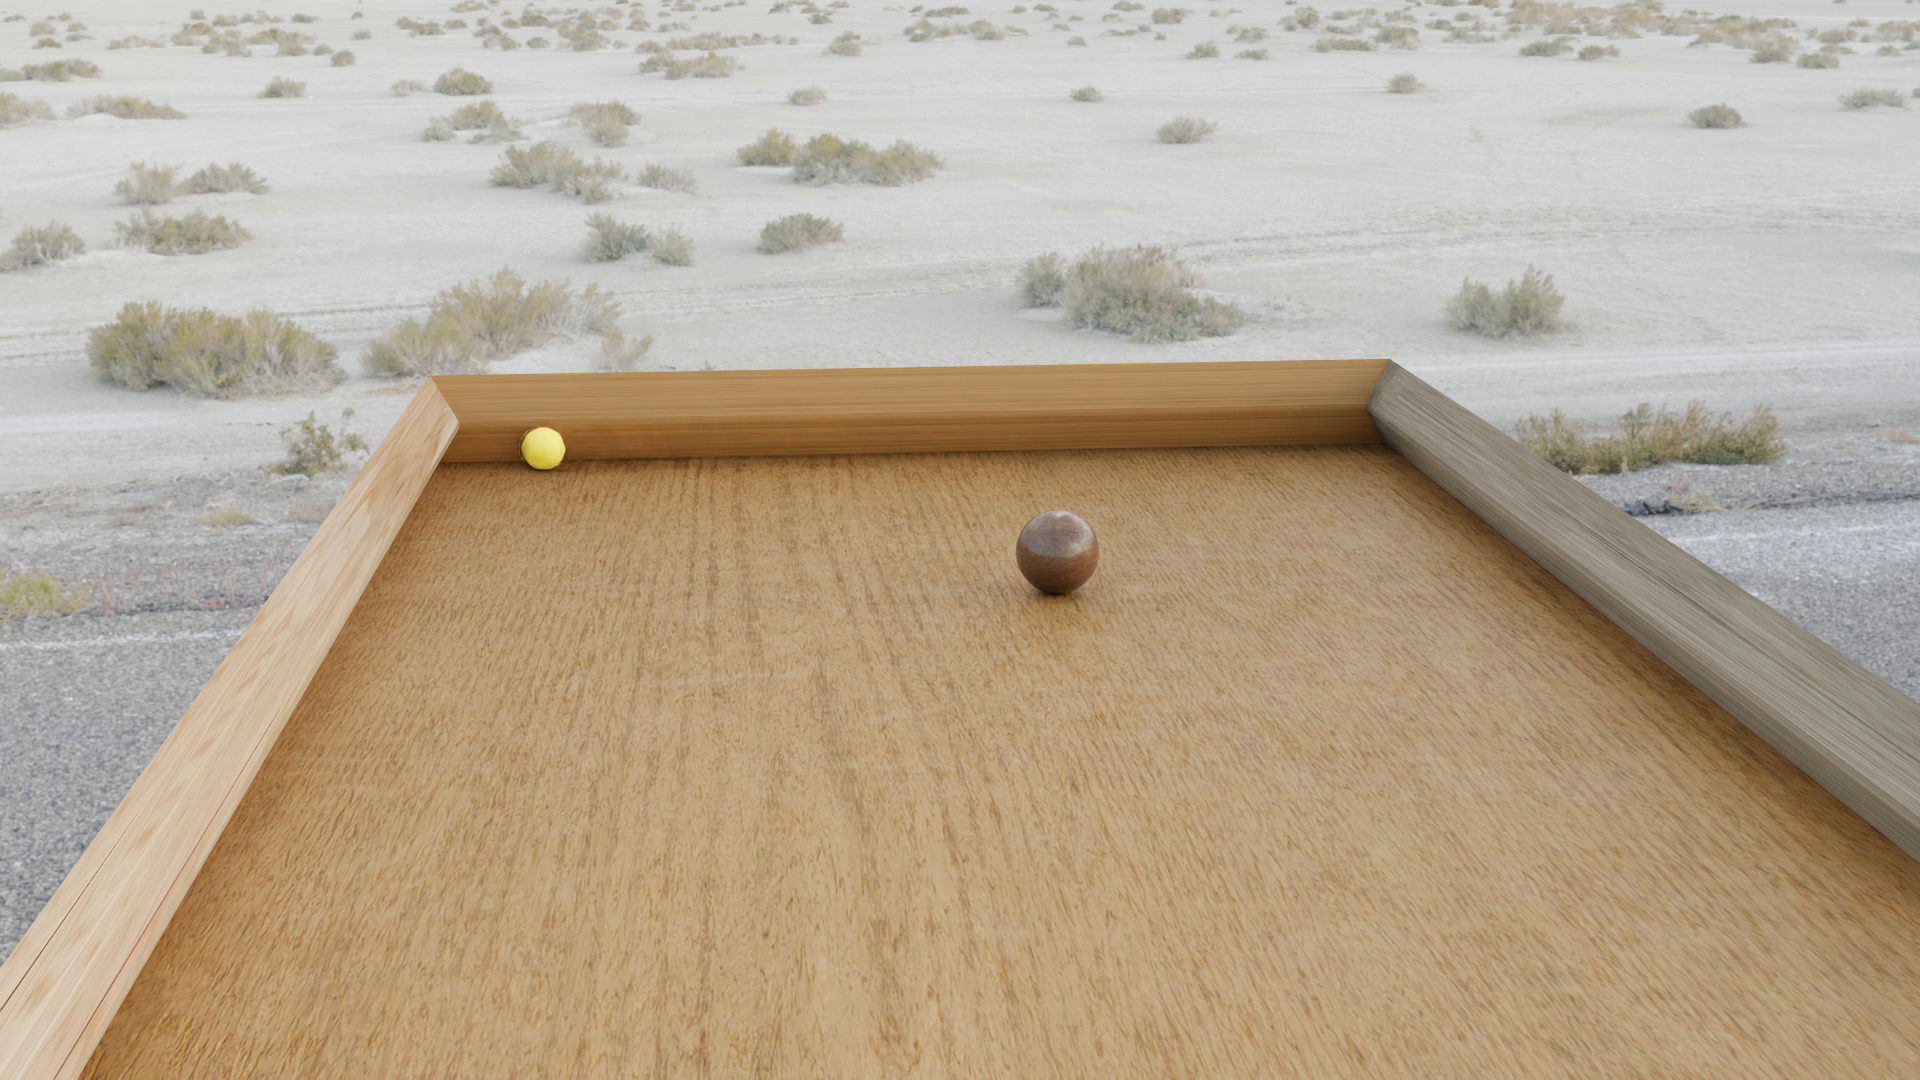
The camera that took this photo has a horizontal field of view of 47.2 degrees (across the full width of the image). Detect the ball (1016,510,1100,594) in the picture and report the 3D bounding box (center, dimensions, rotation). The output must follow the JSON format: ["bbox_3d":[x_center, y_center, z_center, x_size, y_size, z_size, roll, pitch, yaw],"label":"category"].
[{"bbox_3d":[0.114,0.014,2.568,0.098,0.098,0.098,0,15,0],"label":"ball"}]

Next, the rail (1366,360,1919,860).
[{"bbox_3d":[0.747,0.129,2.087,0.045,0.127,2.594,-1,15,-5],"label":"rail"}]

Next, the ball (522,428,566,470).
[{"bbox_3d":[-0.600,-0.131,3.170,0.061,0.061,0.061,0,15,0],"label":"ball"}]

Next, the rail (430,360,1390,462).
[{"bbox_3d":[-0.058,-0.188,3.248,1.427,0.127,0.045,-1,15,-5],"label":"rail"}]

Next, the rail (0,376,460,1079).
[{"bbox_3d":[-0.626,0.163,1.962,0.045,0.127,2.594,-1,15,-5],"label":"rail"}]
